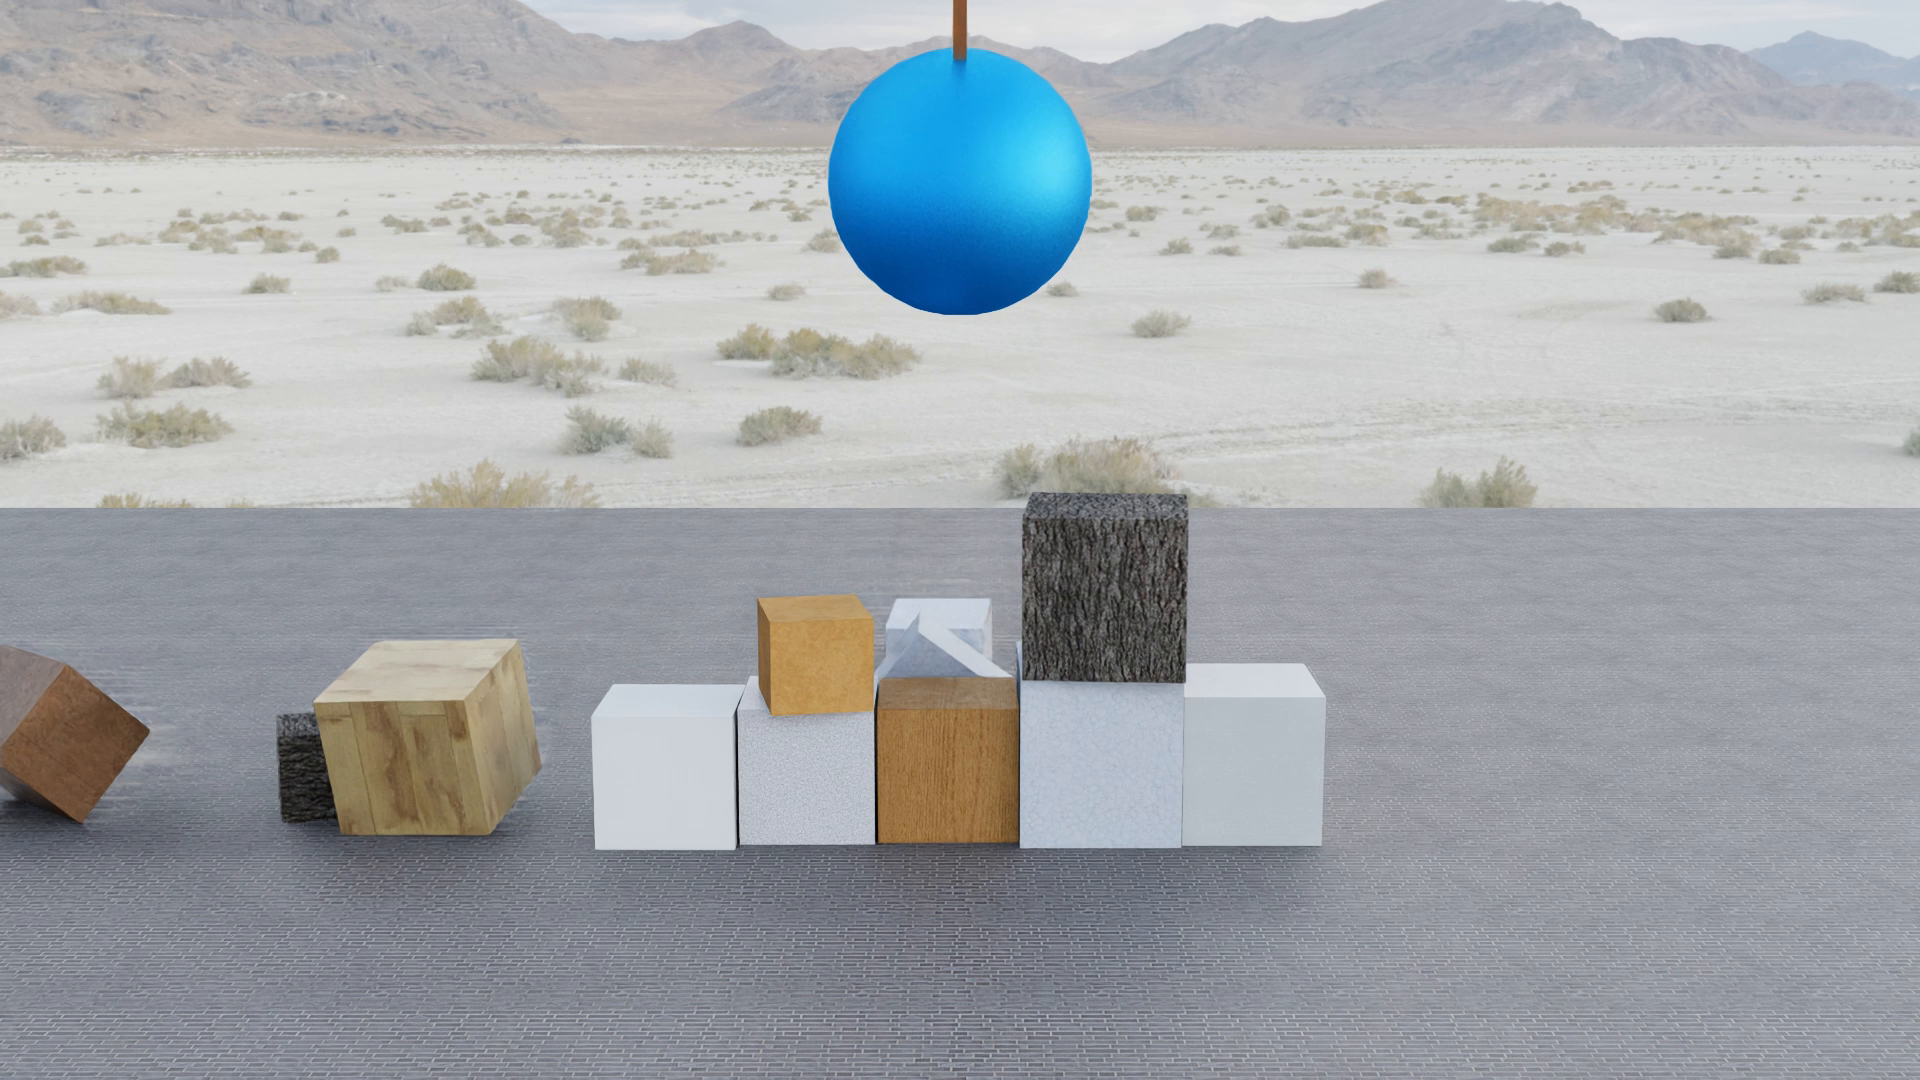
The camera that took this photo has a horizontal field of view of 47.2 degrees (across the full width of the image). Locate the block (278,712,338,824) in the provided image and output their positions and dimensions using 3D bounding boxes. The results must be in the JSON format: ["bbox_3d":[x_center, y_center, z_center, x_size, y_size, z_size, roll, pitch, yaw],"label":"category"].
[{"bbox_3d":[-3.397,1.196,11.682,0.414,0.467,0.461,-3,11,-17],"label":"block"}]

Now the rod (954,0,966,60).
[{"bbox_3d":[0.000,-4.961,11.361,0.080,5.200,0.080,0,34,0],"label":"rod"}]

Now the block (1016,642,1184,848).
[{"bbox_3d":[0.707,1.043,11.374,0.811,0.878,0.822,0,10,0],"label":"block"}]

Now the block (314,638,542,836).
[{"bbox_3d":[-2.738,1.015,11.394,0.805,0.750,0.762,-2,20,11],"label":"block"}]

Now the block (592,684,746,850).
[{"bbox_3d":[-1.474,1.156,11.282,0.700,0.690,0.652,0,10,1],"label":"block"}]

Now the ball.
[{"bbox_3d":[0.000,-2.158,13.286,1.600,1.600,1.600,0,10,0],"label":"ball"}]

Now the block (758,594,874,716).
[{"bbox_3d":[-0.738,0.576,11.151,0.511,0.473,0.594,-2,11,-11],"label":"block"}]

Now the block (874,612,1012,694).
[{"bbox_3d":[-0.154,0.883,12.181,0.636,0.631,0.638,36,7,-5],"label":"block"}]

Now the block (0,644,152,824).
[{"bbox_3d":[-4.848,1.014,11.597,0.716,0.621,0.590,9,58,40],"label":"block"}]

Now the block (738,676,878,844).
[{"bbox_3d":[-0.772,1.130,11.388,0.682,0.703,0.698,0,10,0],"label":"block"}]

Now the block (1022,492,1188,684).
[{"bbox_3d":[0.741,0.227,11.136,0.806,0.813,0.803,1,10,5],"label":"block"}]

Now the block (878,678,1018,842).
[{"bbox_3d":[-0.063,1.131,11.398,0.709,0.697,0.658,0,10,-1],"label":"block"}]

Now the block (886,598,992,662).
[{"bbox_3d":[-0.121,0.731,13.569,0.590,0.588,0.582,0,16,6],"label":"block"}]

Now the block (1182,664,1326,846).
[{"bbox_3d":[1.471,1.098,11.376,0.705,0.769,0.722,0,10,0],"label":"block"}]
